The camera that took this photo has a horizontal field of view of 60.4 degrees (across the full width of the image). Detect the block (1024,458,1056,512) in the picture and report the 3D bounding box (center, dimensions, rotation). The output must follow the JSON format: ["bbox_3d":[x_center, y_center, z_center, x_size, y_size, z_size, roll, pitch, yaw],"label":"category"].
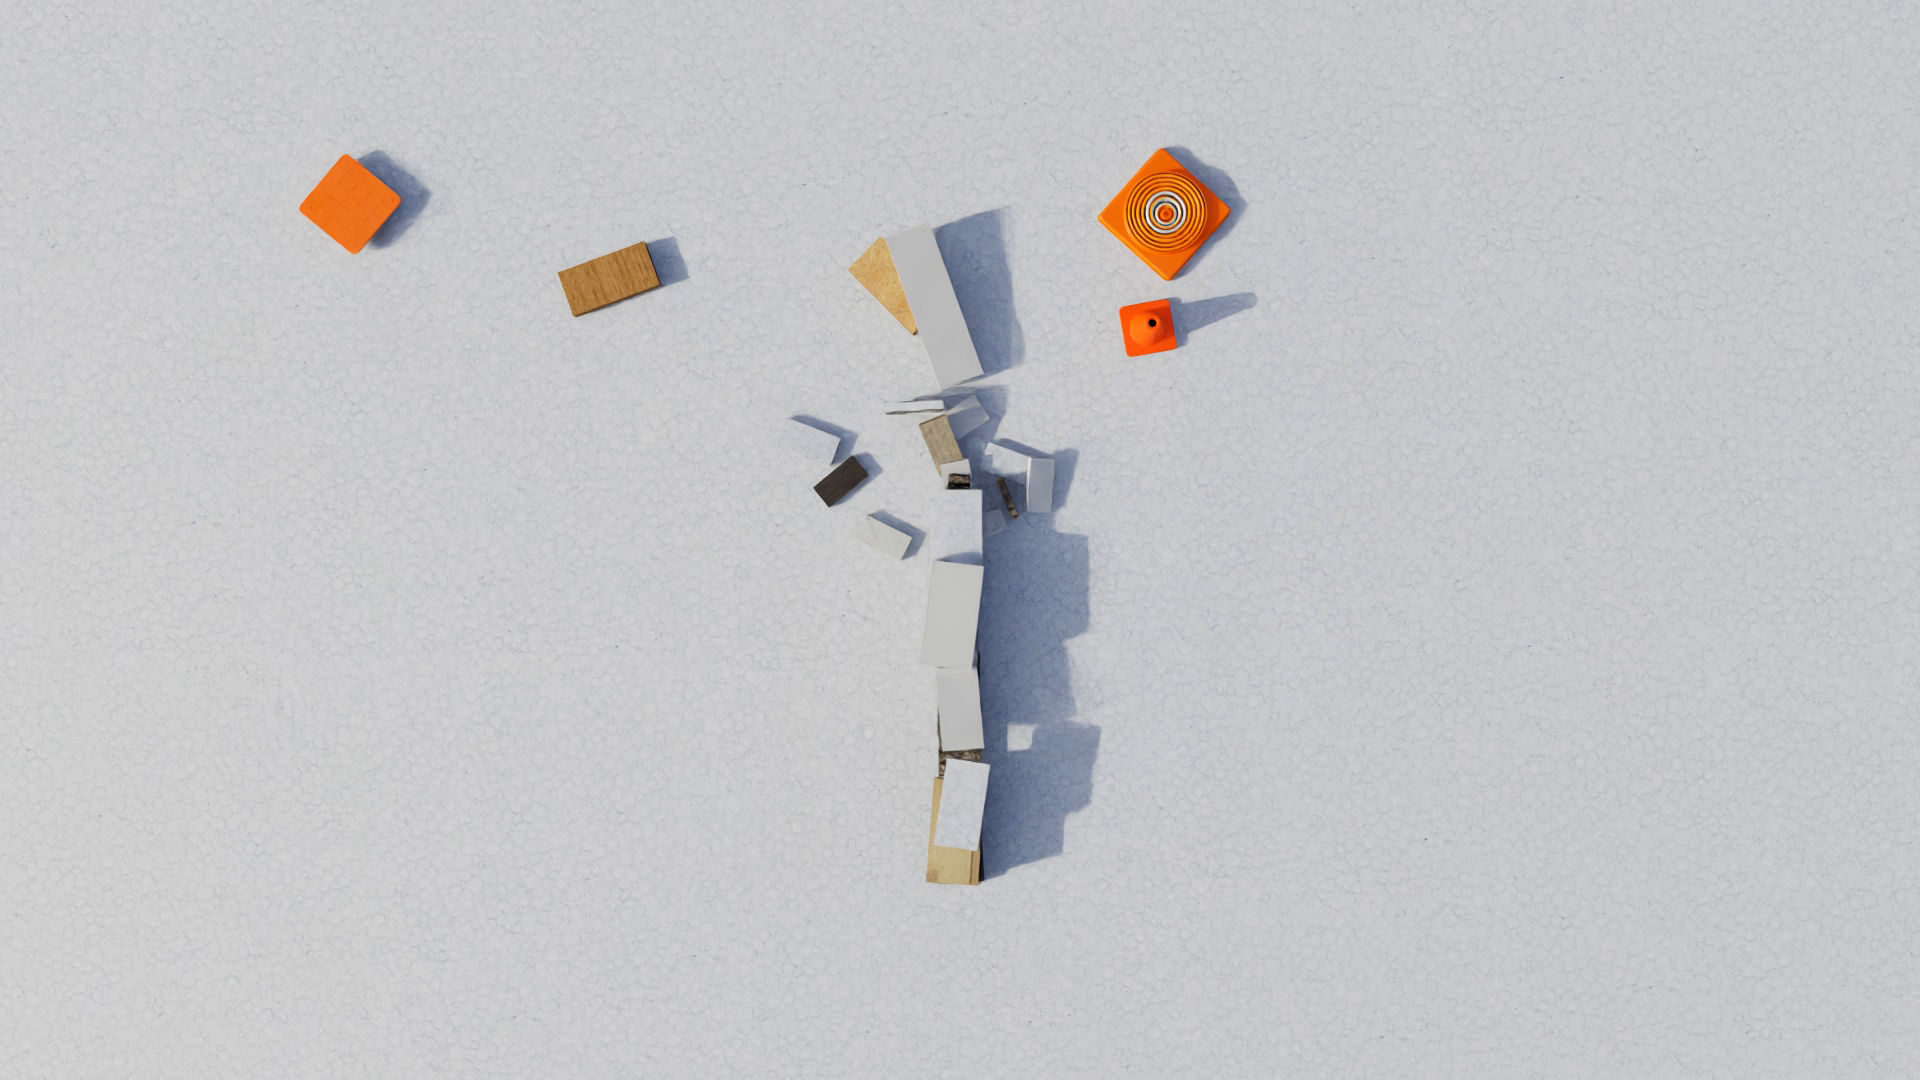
[{"bbox_3d":[0.264,-0.182,5.467,0.086,0.024,0.176,3,96,-18],"label":"block"}]

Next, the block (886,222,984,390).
[{"bbox_3d":[-0.084,-0.770,5.435,0.152,0.043,0.525,-20,93,-2],"label":"block"}]

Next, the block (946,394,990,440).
[{"bbox_3d":[-0.008,-0.391,5.486,0.193,0.027,0.097,-33,90,0],"label":"block"}]

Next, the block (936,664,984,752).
[{"bbox_3d":[-0.001,0.547,5.383,0.135,0.038,0.271,-5,89,0],"label":"block"}]

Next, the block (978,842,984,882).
[{"bbox_3d":[0.002,0.984,5.440,0.141,0.040,0.283,-3,90,0],"label":"block"}]

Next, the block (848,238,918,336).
[{"bbox_3d":[-0.210,-0.843,5.478,0.304,0.043,0.152,45,90,0],"label":"block"}]

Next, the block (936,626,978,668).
[{"bbox_3d":[-0.009,0.318,5.452,0.135,0.038,0.271,1,78,0],"label":"block"}]

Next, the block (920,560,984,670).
[{"bbox_3d":[-0.026,0.245,5.354,0.169,0.048,0.338,7,86,0],"label":"block"}]

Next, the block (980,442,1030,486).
[{"bbox_3d":[0.168,-0.249,5.487,0.189,0.027,0.095,20,90,0],"label":"block"}]

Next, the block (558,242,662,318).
[{"bbox_3d":[-1.163,-0.866,5.478,0.304,0.043,0.152,-20,90,0],"label":"block"}]

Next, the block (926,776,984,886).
[{"bbox_3d":[-0.014,0.952,5.396,0.169,0.048,0.338,4,90,0],"label":"block"}]

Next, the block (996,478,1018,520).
[{"bbox_3d":[0.156,-0.136,5.464,0.020,0.072,0.143,-22,90,-1],"label":"block"}]

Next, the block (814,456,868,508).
[{"bbox_3d":[-0.396,-0.195,5.488,0.171,0.024,0.086,-39,90,0],"label":"block"}]

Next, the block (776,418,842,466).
[{"bbox_3d":[-0.503,-0.327,5.486,0.194,0.027,0.097,21,90,0],"label":"block"}]

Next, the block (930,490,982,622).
[{"bbox_3d":[-0.011,0.050,5.414,0.169,0.048,0.431,0,92,0],"label":"block"}]

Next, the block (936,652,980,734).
[{"bbox_3d":[-0.004,0.507,5.450,0.135,0.038,0.271,2,77,0],"label":"block"}]

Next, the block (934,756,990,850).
[{"bbox_3d":[0.007,0.855,5.352,0.141,0.040,0.283,9,90,0],"label":"block"}]

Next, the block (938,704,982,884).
[{"bbox_3d":[0.000,0.843,5.480,0.141,0.040,0.592,0,90,0],"label":"block"}]

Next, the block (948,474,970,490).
[{"bbox_3d":[-0.008,-0.143,5.447,0.072,0.020,0.143,6,102,-2],"label":"block"}]

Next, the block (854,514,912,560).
[{"bbox_3d":[-0.254,-0.008,5.488,0.171,0.024,0.086,27,90,0],"label":"block"}]

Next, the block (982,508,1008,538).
[{"bbox_3d":[0.080,-0.046,5.490,0.143,0.020,0.072,-22,90,0],"label":"block"}]

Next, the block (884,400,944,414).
[{"bbox_3d":[-0.152,-0.438,5.451,0.194,0.097,0.027,-4,89,0],"label":"block"}]

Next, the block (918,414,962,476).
[{"bbox_3d":[-0.058,-0.313,5.453,0.094,0.027,0.189,-22,110,3],"label":"block"}]

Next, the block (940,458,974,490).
[{"bbox_3d":[-0.002,-0.169,5.467,0.095,0.027,0.189,-11,102,0],"label":"block"}]
